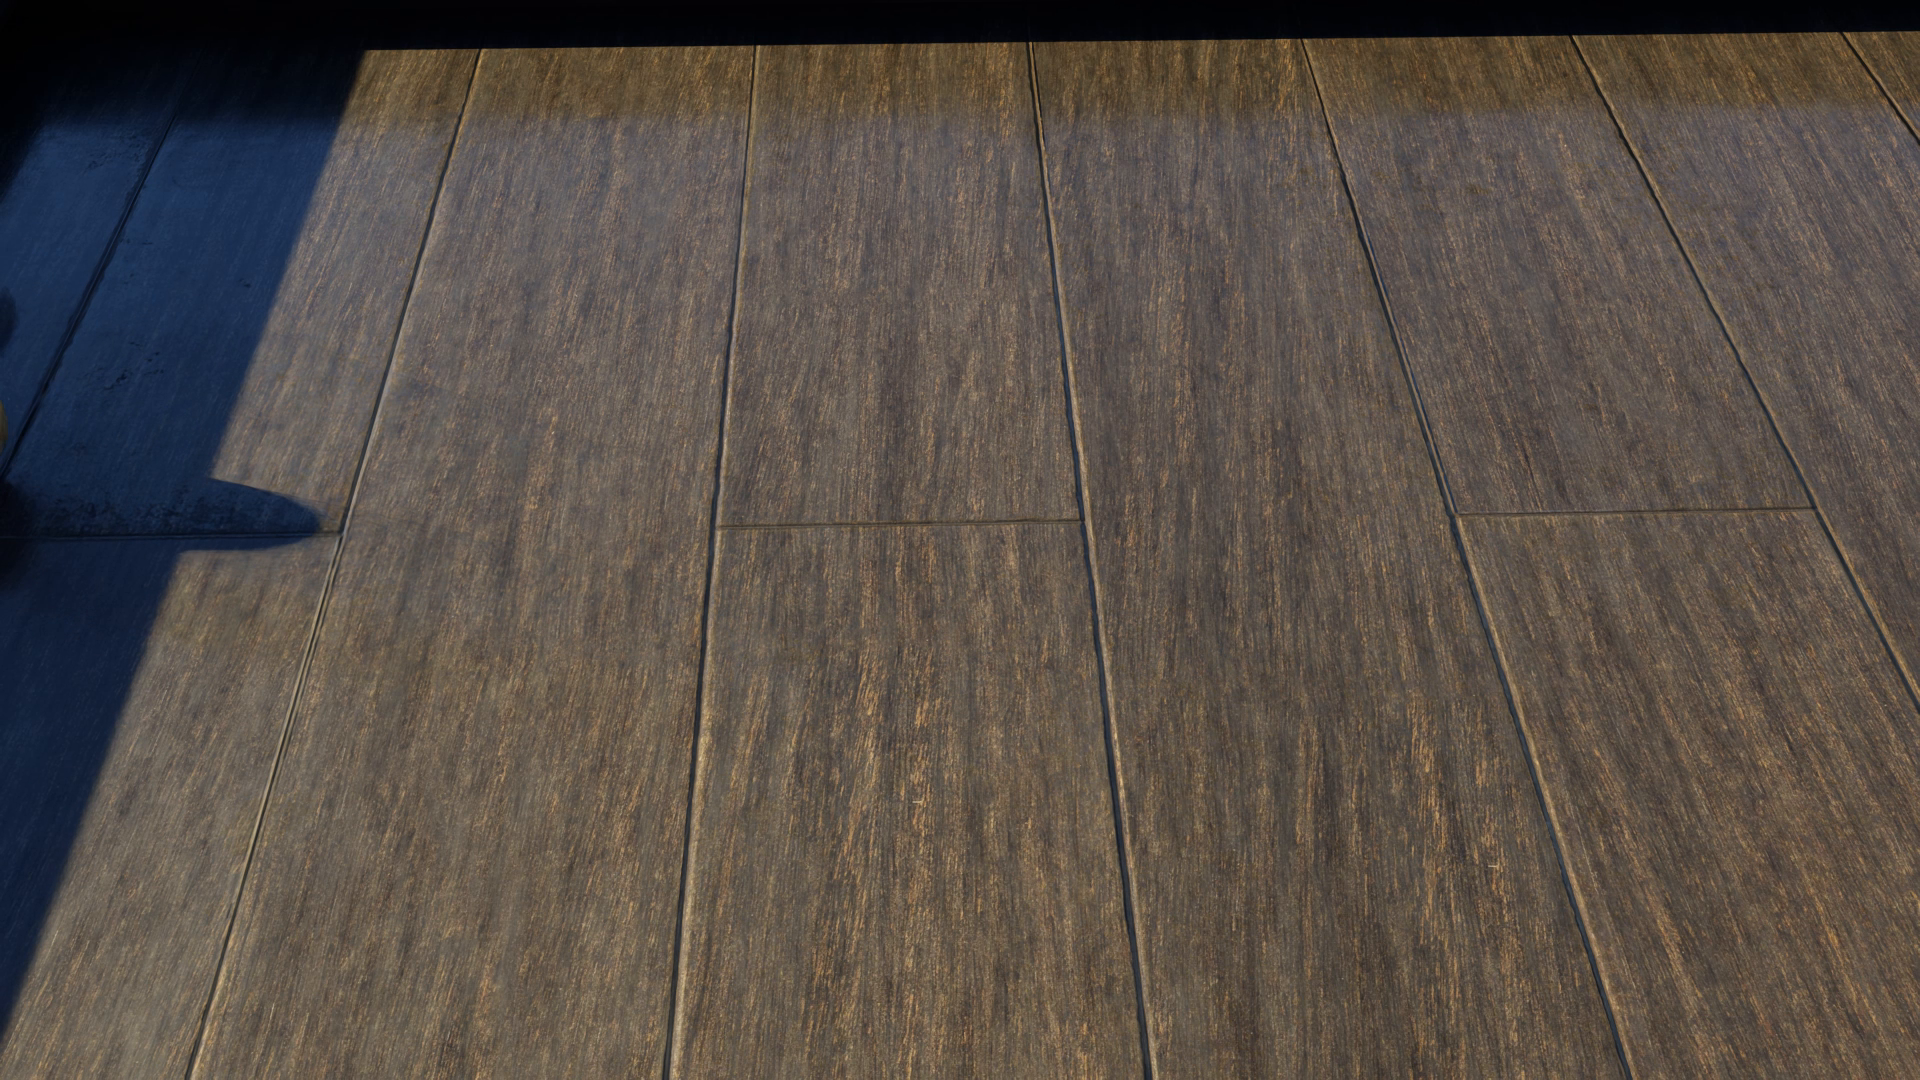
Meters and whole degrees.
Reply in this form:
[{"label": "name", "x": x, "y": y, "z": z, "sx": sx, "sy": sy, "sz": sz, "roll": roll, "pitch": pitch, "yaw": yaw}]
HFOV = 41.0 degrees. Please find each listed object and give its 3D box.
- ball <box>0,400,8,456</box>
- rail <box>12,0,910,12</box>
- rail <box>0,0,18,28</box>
[{"label": "ball", "x": -0.696, "y": -0.077, "z": 1.749, "sx": 0.089, "sy": 0.089, "sz": 0.089, "roll": 0, "pitch": 36, "yaw": 0}, {"label": "rail", "x": 0.836, "y": -0.557, "z": 2.387, "sx": 3.449, "sy": 0.117, "sz": 0.045, "roll": -1, "pitch": 36, "yaw": -1}, {"label": "rail", "x": -0.838, "y": -0.001, "z": 1.618, "sx": 0.045, "sy": 0.117, "sz": 1.849, "roll": -1, "pitch": 36, "yaw": -1}]
